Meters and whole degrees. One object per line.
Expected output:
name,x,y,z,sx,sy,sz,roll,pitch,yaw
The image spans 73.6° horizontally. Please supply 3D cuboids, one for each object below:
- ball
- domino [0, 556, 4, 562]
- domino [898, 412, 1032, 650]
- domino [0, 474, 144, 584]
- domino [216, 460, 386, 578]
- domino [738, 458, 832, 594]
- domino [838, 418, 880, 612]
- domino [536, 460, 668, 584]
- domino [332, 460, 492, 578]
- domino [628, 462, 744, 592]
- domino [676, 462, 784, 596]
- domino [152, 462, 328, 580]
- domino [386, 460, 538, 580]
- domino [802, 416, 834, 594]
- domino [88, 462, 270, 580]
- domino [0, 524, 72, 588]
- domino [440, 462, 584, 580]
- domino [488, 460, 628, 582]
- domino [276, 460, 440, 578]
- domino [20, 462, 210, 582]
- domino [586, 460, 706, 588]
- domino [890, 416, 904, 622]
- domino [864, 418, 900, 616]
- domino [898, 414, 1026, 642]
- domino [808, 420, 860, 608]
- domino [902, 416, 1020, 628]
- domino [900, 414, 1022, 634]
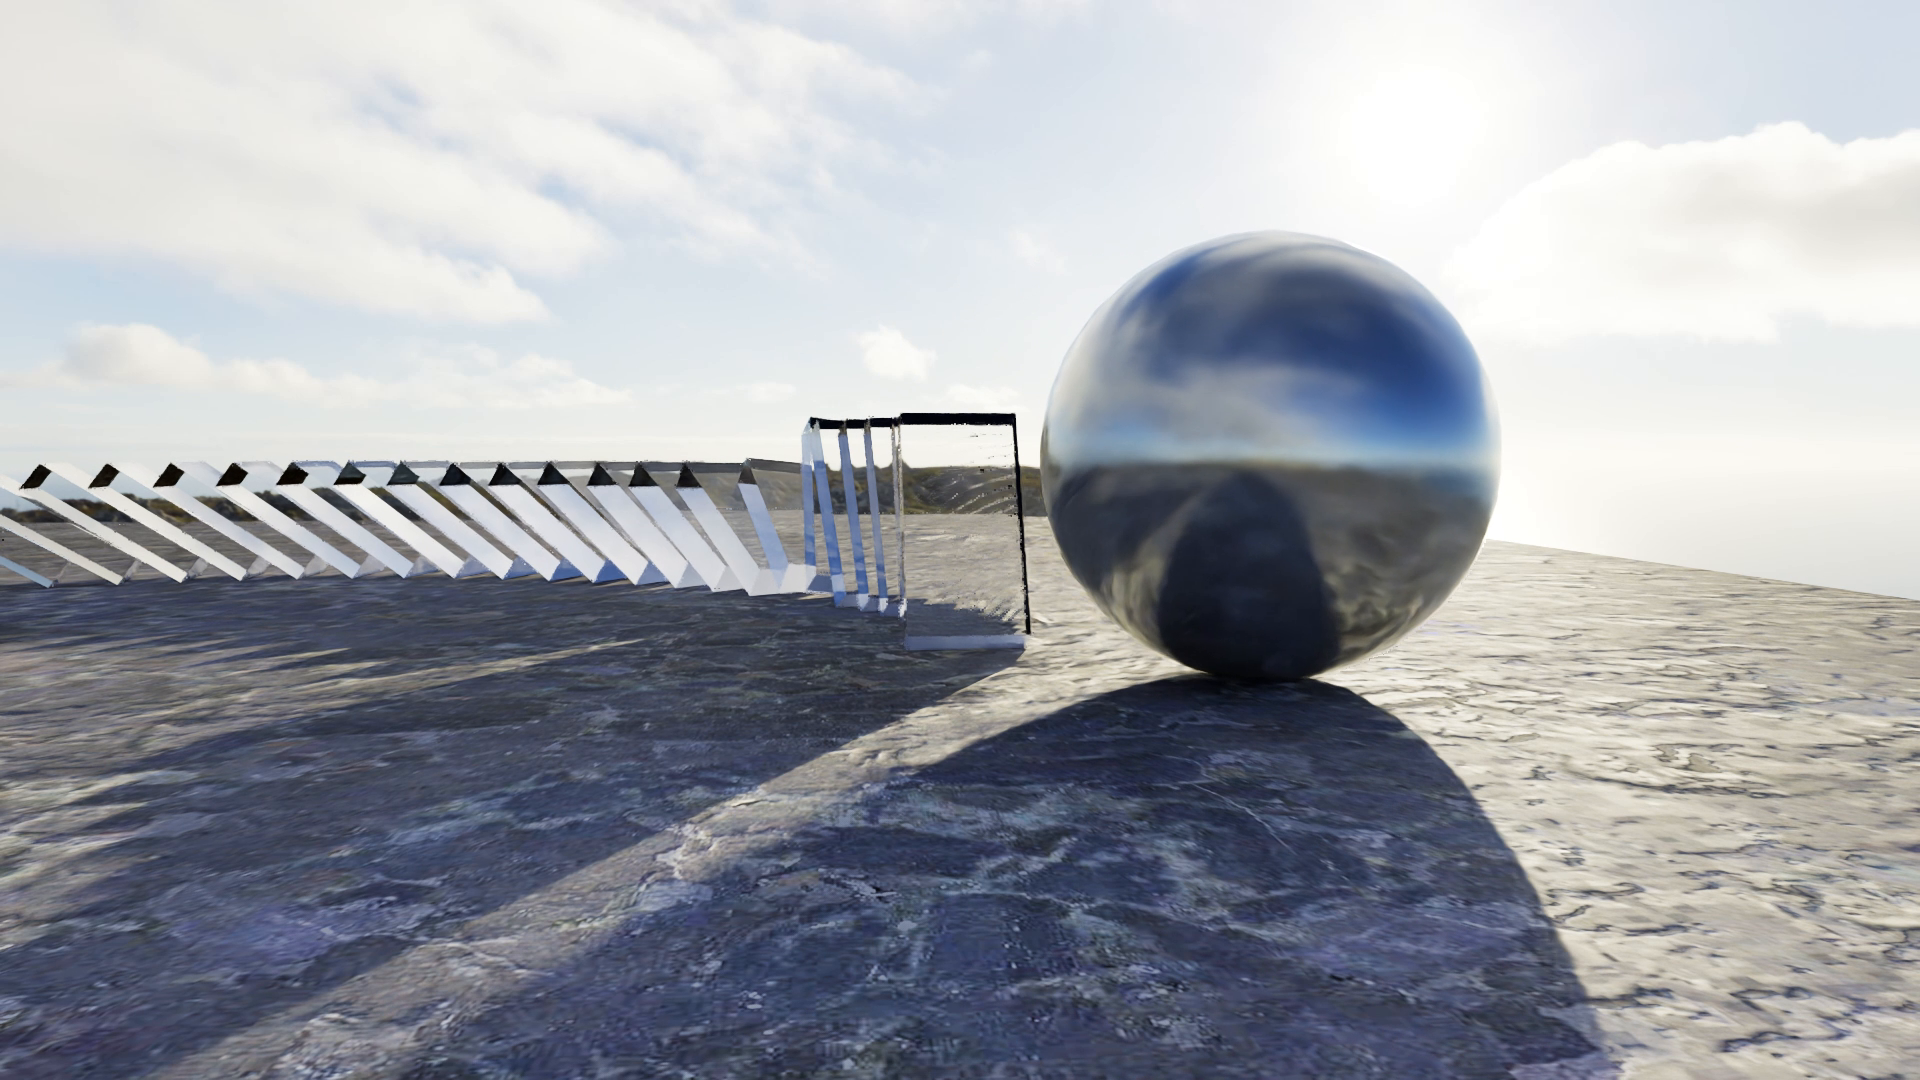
ball,0.054,-0.015,0.231,0.080,0.080,0.080,0,4,0
domino,-0.305,-0.003,0.368,0.050,0.009,0.025,37,-16,-29
domino,0.000,-0.002,0.271,0.025,0.050,0.009,0,-22,-6
domino,-0.276,-0.005,0.390,0.050,0.009,0.025,35,-11,-23
domino,-0.210,-0.007,0.415,0.050,0.009,0.025,36,1,-6
domino,-0.045,-0.005,0.371,0.025,0.009,0.050,4,36,-29
domino,-0.016,-0.007,0.334,0.025,0.050,0.010,-2,-22,-20
domino,-0.107,-0.006,0.405,0.050,0.009,0.025,41,21,20
domino,-0.175,-0.007,0.419,0.050,0.009,0.025,36,8,4
domino,-0.076,-0.005,0.389,0.025,0.009,0.050,-5,42,-49
domino,-0.061,-0.004,0.379,0.025,0.009,0.050,-3,41,-42
domino,-0.228,-0.007,0.411,0.050,0.009,0.025,35,-2,-10
domino,-0.158,-0.007,0.418,0.050,0.009,0.025,37,11,8
domino,-0.030,-0.009,0.356,0.025,0.050,0.009,7,-31,-21
domino,-0.244,-0.006,0.406,0.050,0.009,0.025,36,-5,-14
domino,-0.291,-0.004,0.379,0.050,0.010,0.025,36,-14,-26
domino,-0.141,-0.007,0.415,0.050,0.009,0.025,38,14,12
domino,-0.124,-0.007,0.410,0.050,0.009,0.025,39,17,16
domino,-0.193,-0.007,0.418,0.050,0.010,0.025,36,5,-1
domino,-0.260,-0.006,0.399,0.050,0.009,0.025,36,-7,-17
domino,-0.091,-0.006,0.398,0.050,0.009,0.025,43,27,26
domino,-0.003,-0.006,0.314,0.025,0.050,0.009,-1,-21,-9
domino,-0.009,-0.006,0.324,0.025,0.050,0.009,-1,-21,-15
domino,0.000,-0.003,0.282,0.025,0.050,0.009,0,-22,-6
domino,-0.024,-0.008,0.344,0.025,0.050,0.009,-2,-22,-24
domino,0.000,-0.005,0.303,0.025,0.050,0.009,0,-22,-6
domino,0.000,-0.004,0.292,0.025,0.050,0.009,0,-22,-6
